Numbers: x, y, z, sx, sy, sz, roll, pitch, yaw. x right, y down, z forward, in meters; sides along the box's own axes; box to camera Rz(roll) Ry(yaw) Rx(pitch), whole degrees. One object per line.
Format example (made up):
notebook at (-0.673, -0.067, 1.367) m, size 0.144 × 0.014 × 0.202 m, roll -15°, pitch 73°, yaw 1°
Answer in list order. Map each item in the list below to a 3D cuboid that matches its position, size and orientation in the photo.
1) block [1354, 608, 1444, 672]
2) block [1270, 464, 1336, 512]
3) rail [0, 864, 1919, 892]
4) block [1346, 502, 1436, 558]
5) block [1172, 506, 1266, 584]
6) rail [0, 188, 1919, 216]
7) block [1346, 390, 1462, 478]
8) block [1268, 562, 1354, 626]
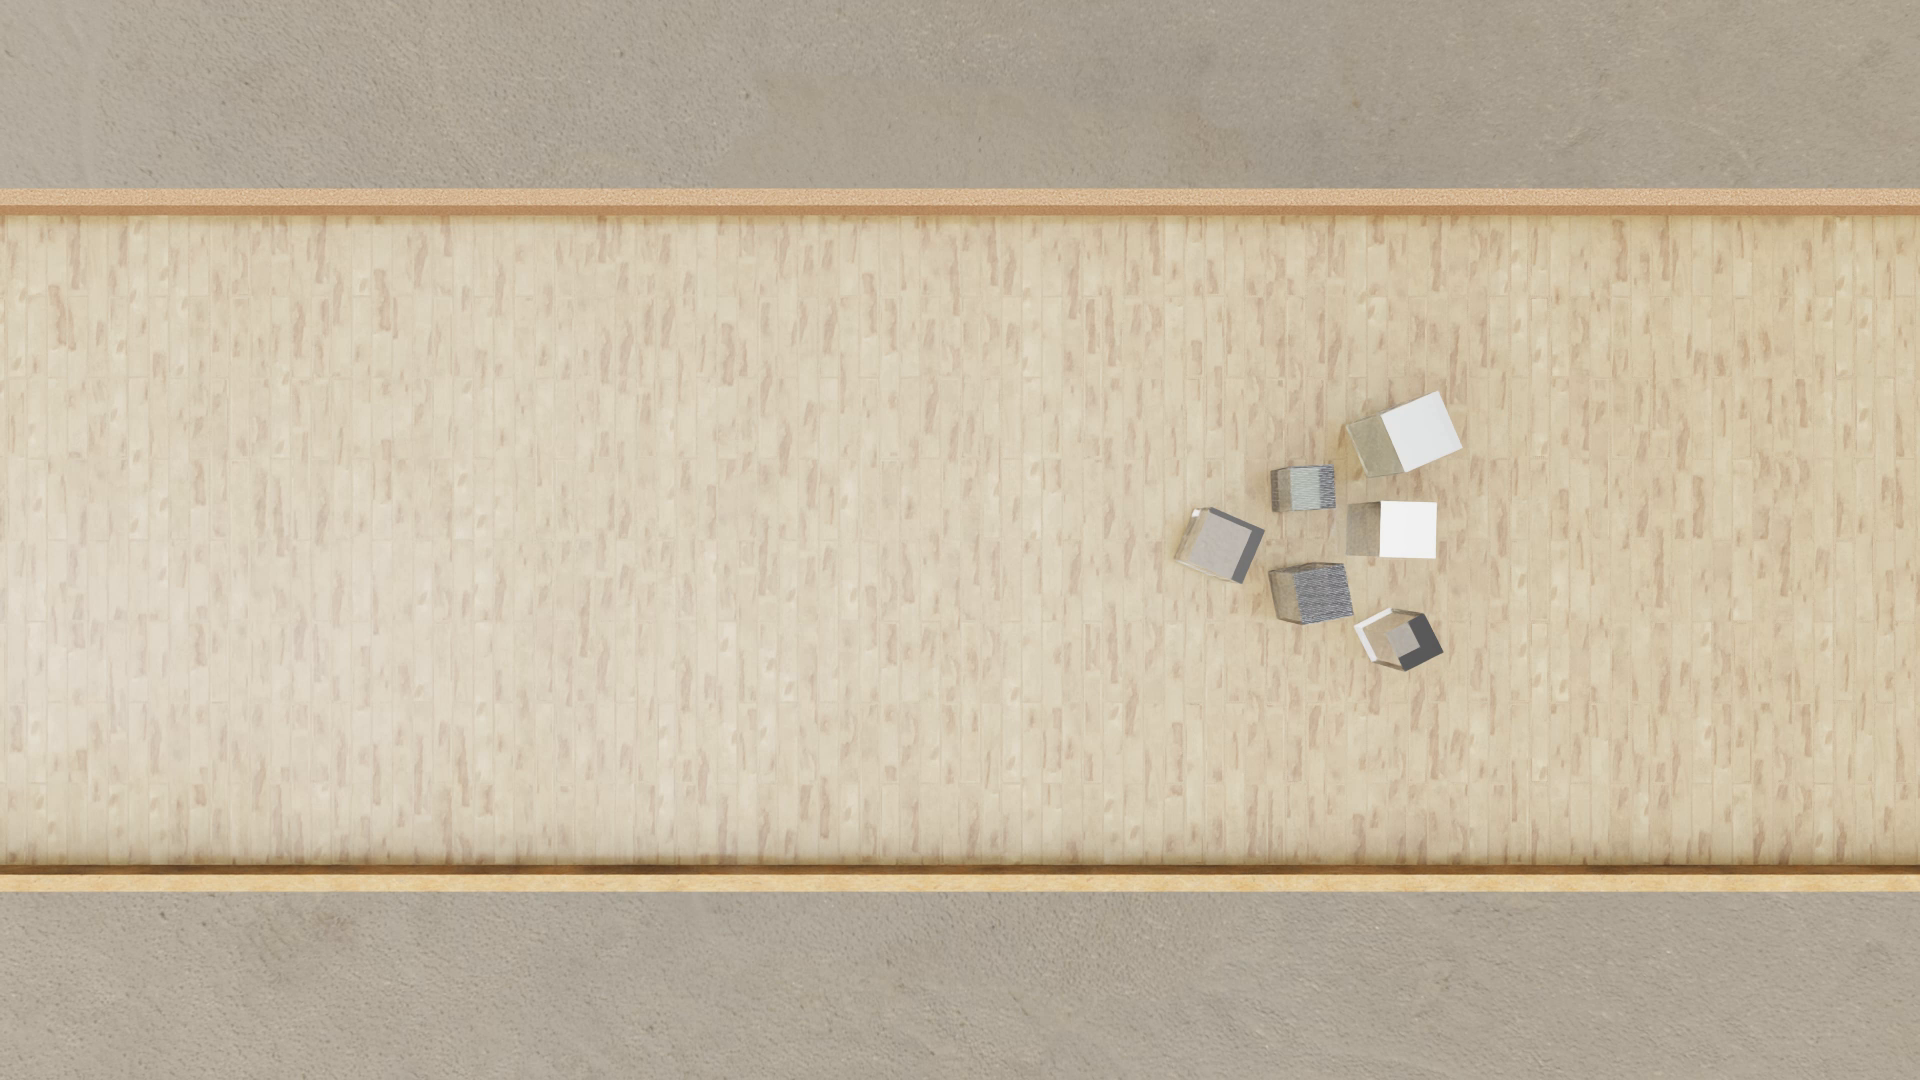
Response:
block at (1.295, 0.292, 4.887) m, size 0.125 × 0.378 × 0.125 m, roll -27°, pitch 90°, yaw 0°
block at (1.021, -0.152, 4.924) m, size 0.127 × 0.305 × 0.127 m, roll -3°, pitch 90°, yaw 0°
rail at (-2.247, 1.025, 5.001) m, size 12.000 × 0.150 × 0.050 m, roll 0°, pitch 90°, yaw 0°
block at (1.269, -0.029, 4.873) m, size 0.158 × 0.407 × 0.158 m, roll 2°, pitch 90°, yaw 0°
block at (0.766, 0.016, 4.908) m, size 0.170 × 0.337 × 0.170 m, roll 23°, pitch 90°, yaw 0°
rail at (-2.247, -1.025, 5.002) m, size 12.000 × 0.150 × 0.050 m, roll 0°, pitch 90°, yaw 0°
block at (1.301, -0.305, 4.861) m, size 0.176 × 0.430 × 0.176 m, roll -23°, pitch 90°, yaw 0°
block at (1.034, 0.155, 4.886) m, size 0.151 × 0.381 × 0.151 m, roll -11°, pitch 90°, yaw 0°
